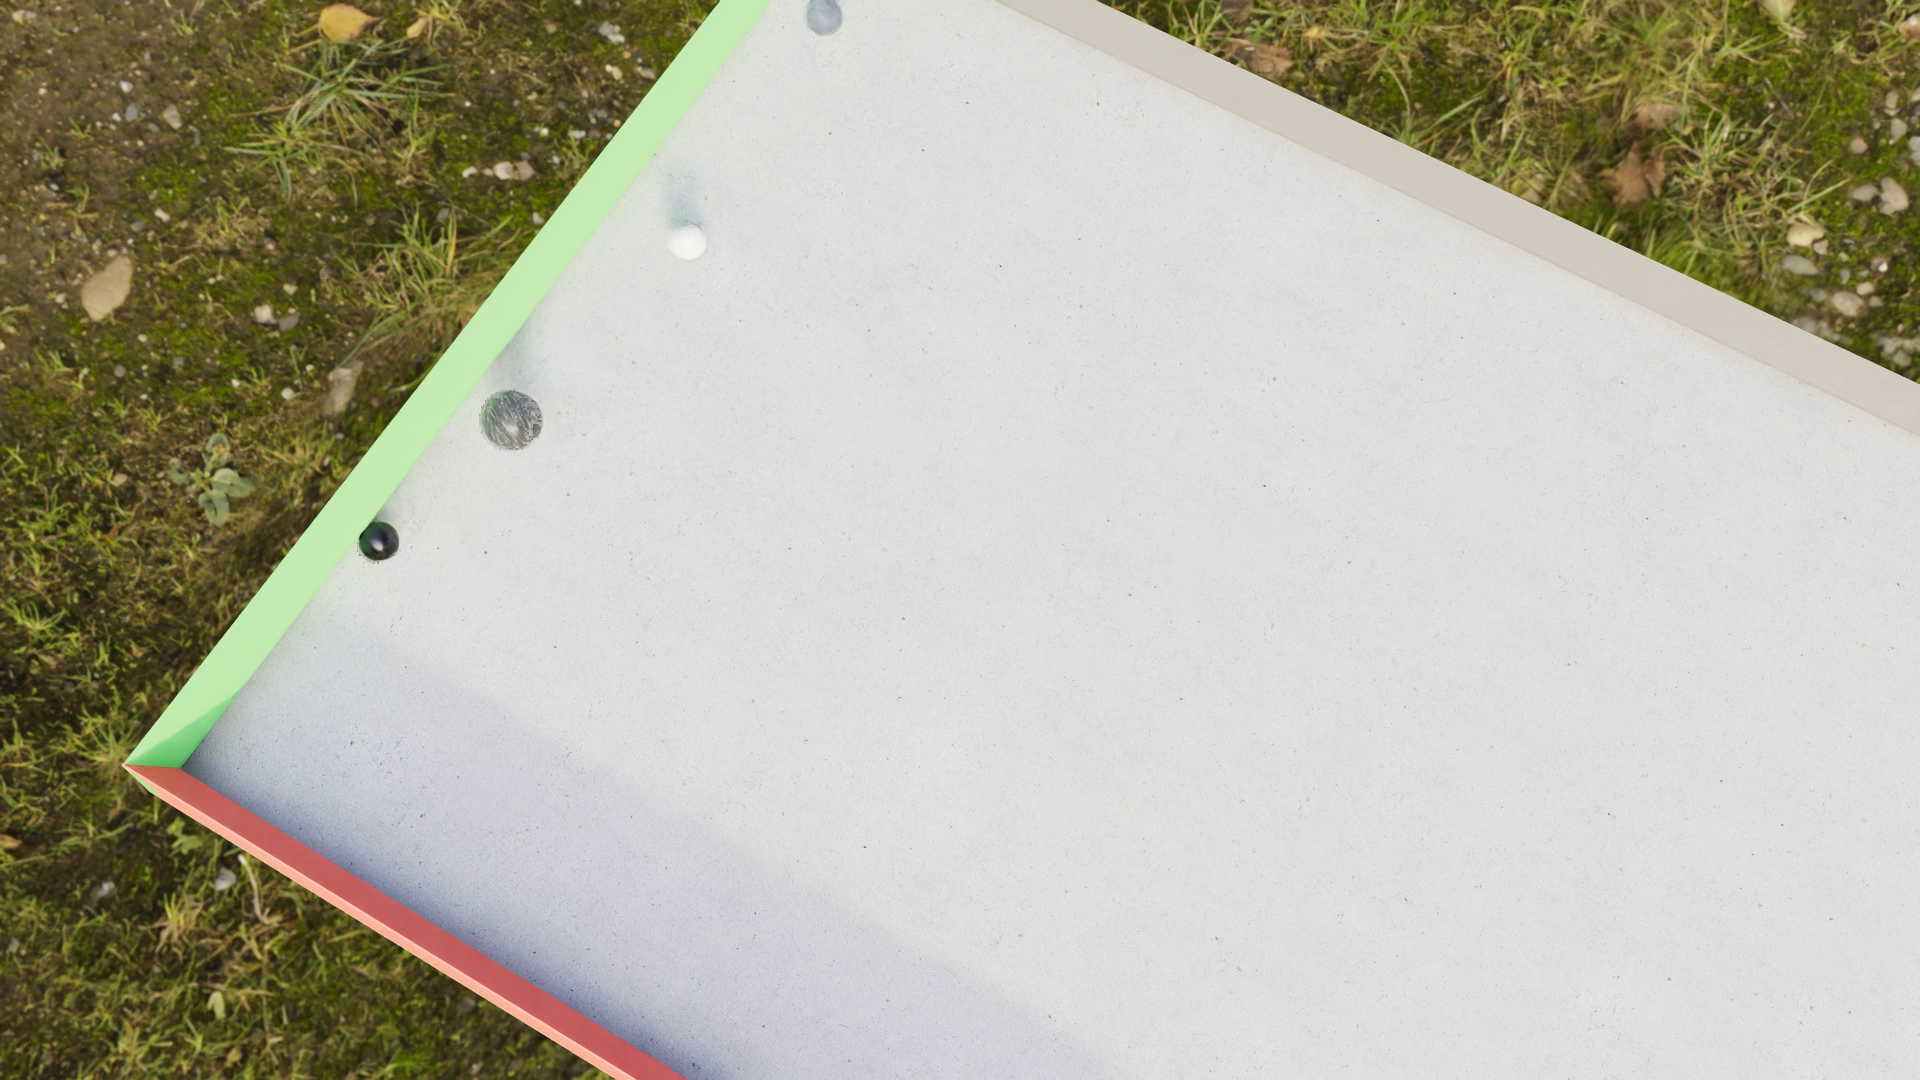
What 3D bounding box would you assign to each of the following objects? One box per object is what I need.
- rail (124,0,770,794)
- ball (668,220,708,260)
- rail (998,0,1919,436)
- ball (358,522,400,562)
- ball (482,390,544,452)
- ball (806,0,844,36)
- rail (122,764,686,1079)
[{"bbox_3d":[-0.735,-0.403,3.707,0.045,0.129,1.984,28,68,12],"label":"rail"},{"bbox_3d":[-0.469,-0.517,3.794,0.067,0.067,0.067,0,65,0],"label":"ball"},{"bbox_3d":[1.246,-0.368,3.691,3.505,0.129,0.045,28,68,12],"label":"rail"},{"bbox_3d":[-0.940,0.003,3.557,0.065,0.065,0.065,0,65,0],"label":"ball"},{"bbox_3d":[-0.739,-0.196,3.630,0.099,0.099,0.099,0,65,0],"label":"ball"},{"bbox_3d":[-0.246,-0.949,3.991,0.068,0.068,0.068,0,65,0],"label":"ball"},{"bbox_3d":[0.266,1.152,2.996,3.505,0.129,0.045,28,68,12],"label":"rail"}]
